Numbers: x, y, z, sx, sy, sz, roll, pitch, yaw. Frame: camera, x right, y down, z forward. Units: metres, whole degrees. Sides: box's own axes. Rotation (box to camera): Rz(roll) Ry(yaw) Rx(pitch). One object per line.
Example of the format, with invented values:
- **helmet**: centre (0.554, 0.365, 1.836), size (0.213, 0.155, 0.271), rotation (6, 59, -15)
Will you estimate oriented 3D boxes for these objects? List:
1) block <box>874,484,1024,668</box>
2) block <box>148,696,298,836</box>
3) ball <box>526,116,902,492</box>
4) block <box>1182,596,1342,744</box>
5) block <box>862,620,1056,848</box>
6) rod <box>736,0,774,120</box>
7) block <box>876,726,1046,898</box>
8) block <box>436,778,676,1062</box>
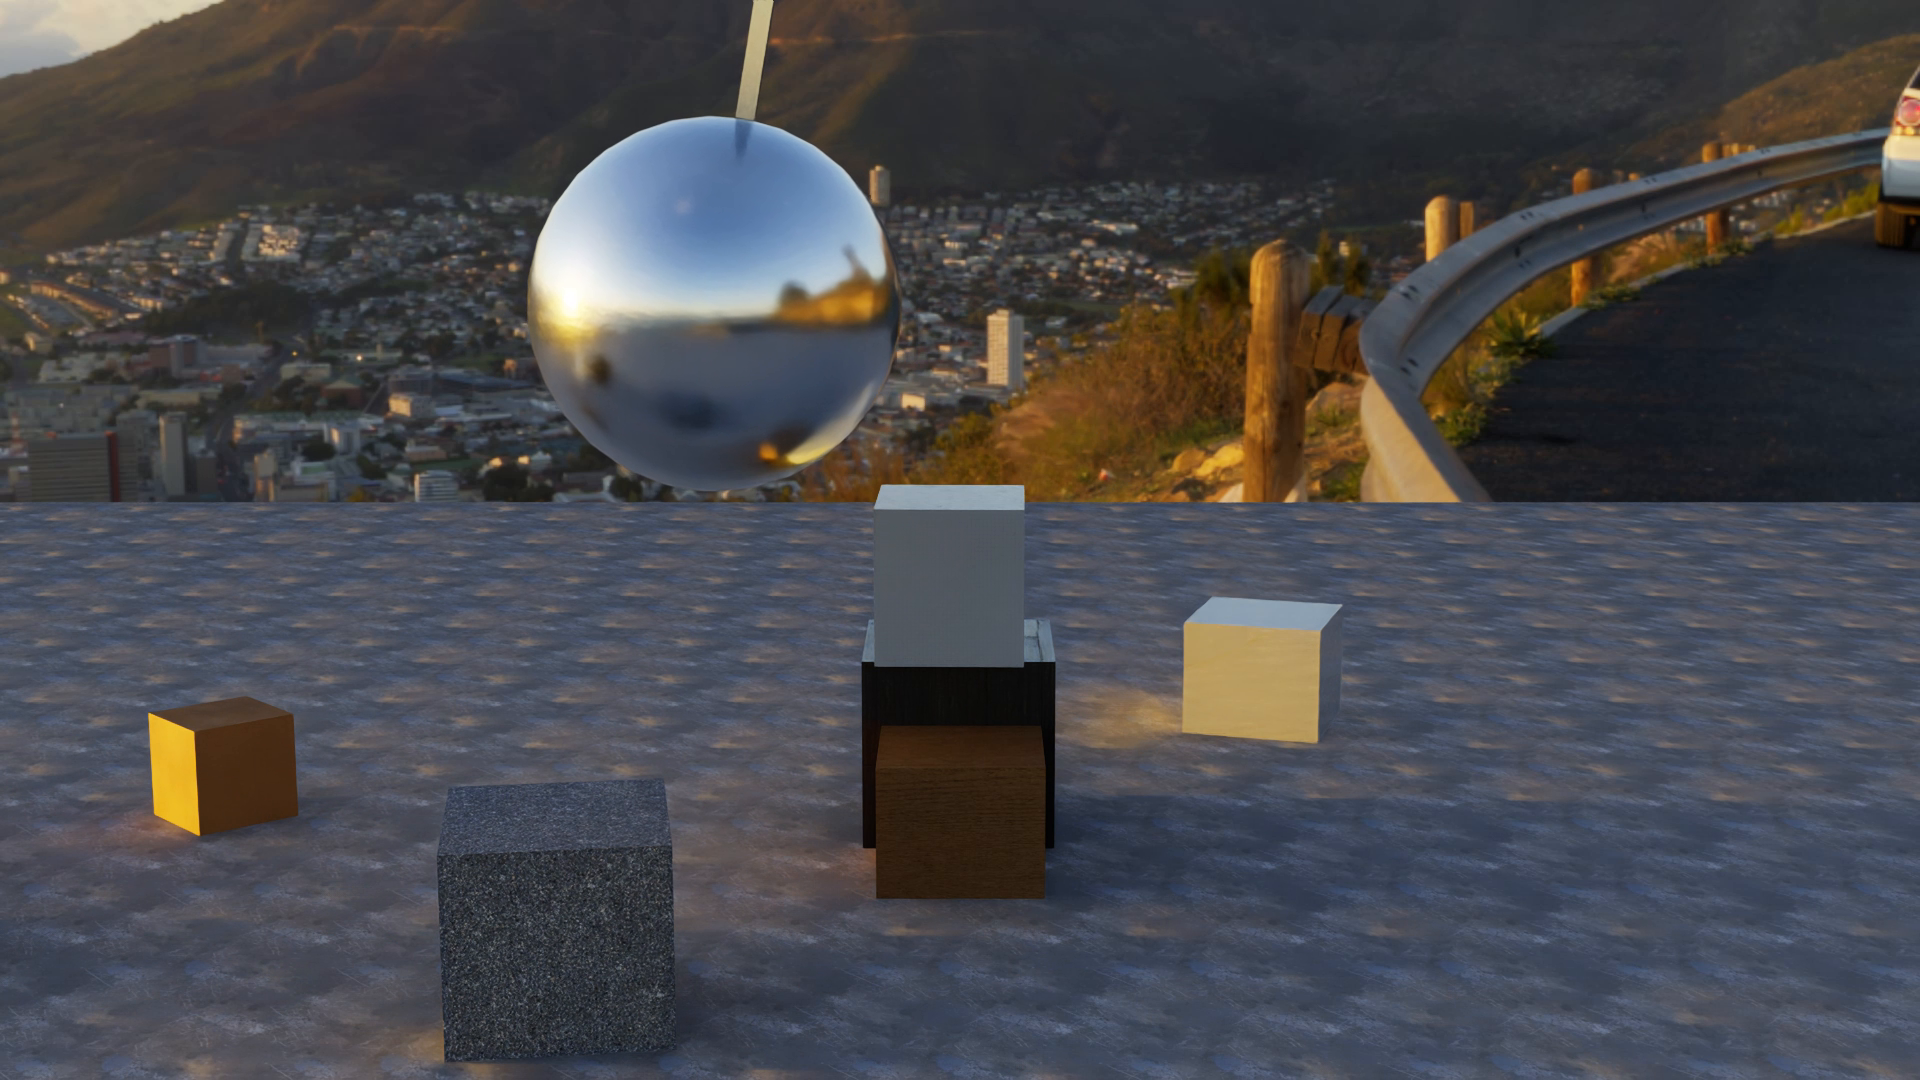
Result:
- **block**: centre (-0.041, 0.156, 11.796), size (0.671, 0.717, 0.695), rotation (0, 10, 1)
- **block**: centre (-3.521, 1.072, 12.267), size (0.504, 0.501, 0.483), rotation (-9, 14, -41)
- **ball**: centre (-1.047, -1.007, 10.997), size (1.600, 1.600, 1.600), rotation (0, 10, 0)
- **block**: centre (1.659, 0.699, 14.016), size (0.733, 0.610, 0.717), rotation (3, 11, 17)
- **block**: centre (-0.005, 0.902, 12.151), size (0.879, 0.878, 0.914), rotation (0, 10, 0)
- **rod**: centre (-0.454, -4.301, 10.398), size (0.080, 5.200, 0.080), rotation (10, 10, -2)
- **block**: centre (0.004, 1.195, 11.366), size (0.727, 0.581, 0.729), rotation (0, 10, 0)
- **block**: centre (-1.510, 1.408, 9.658), size (0.830, 0.773, 0.900), rotation (-2, 10, -8)
